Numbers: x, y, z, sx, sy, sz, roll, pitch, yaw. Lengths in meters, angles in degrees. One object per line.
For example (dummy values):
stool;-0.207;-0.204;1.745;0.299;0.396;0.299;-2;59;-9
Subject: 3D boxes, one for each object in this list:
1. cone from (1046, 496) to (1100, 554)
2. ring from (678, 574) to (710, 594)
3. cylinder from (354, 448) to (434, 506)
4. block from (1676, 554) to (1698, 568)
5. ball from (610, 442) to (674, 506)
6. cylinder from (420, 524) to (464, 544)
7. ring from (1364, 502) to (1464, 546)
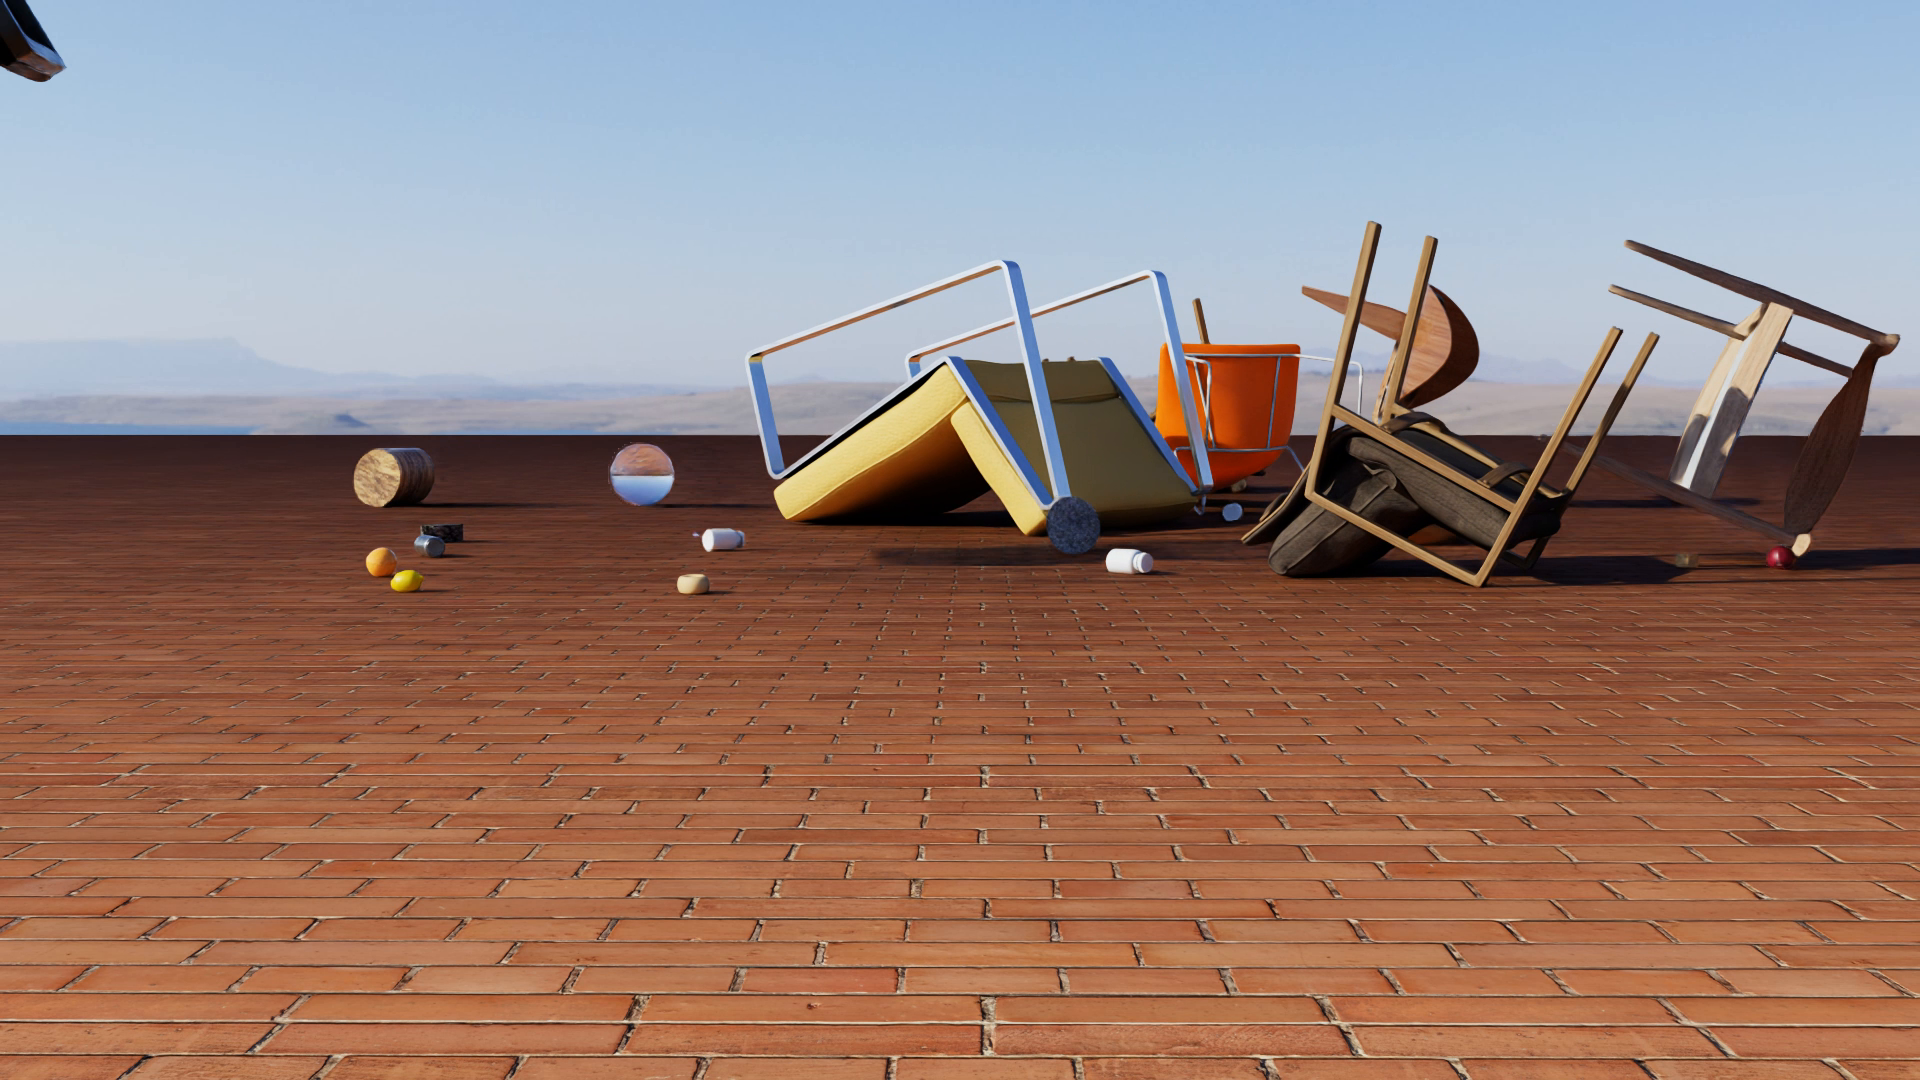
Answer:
cone;0.316;-0.012;6.141;0.146;0.161;0.326;-14;-10;0
ring;-0.587;0.098;4.839;0.069;0.039;0.090;-4;6;-21
cylinder;-2.181;-0.243;8.488;0.197;0.224;0.249;27;11;14
block;1.836;0.051;5.554;0.035;0.033;0.040;-2;4;-26
ball;-1.215;-0.250;8.411;0.243;0.243;0.243;0;4;0
cylinder;-1.519;-0.019;6.447;0.076;0.052;0.139;3;5;41
ring;1.323;-0.047;6.407;0.320;0.115;0.264;-4;7;-38
